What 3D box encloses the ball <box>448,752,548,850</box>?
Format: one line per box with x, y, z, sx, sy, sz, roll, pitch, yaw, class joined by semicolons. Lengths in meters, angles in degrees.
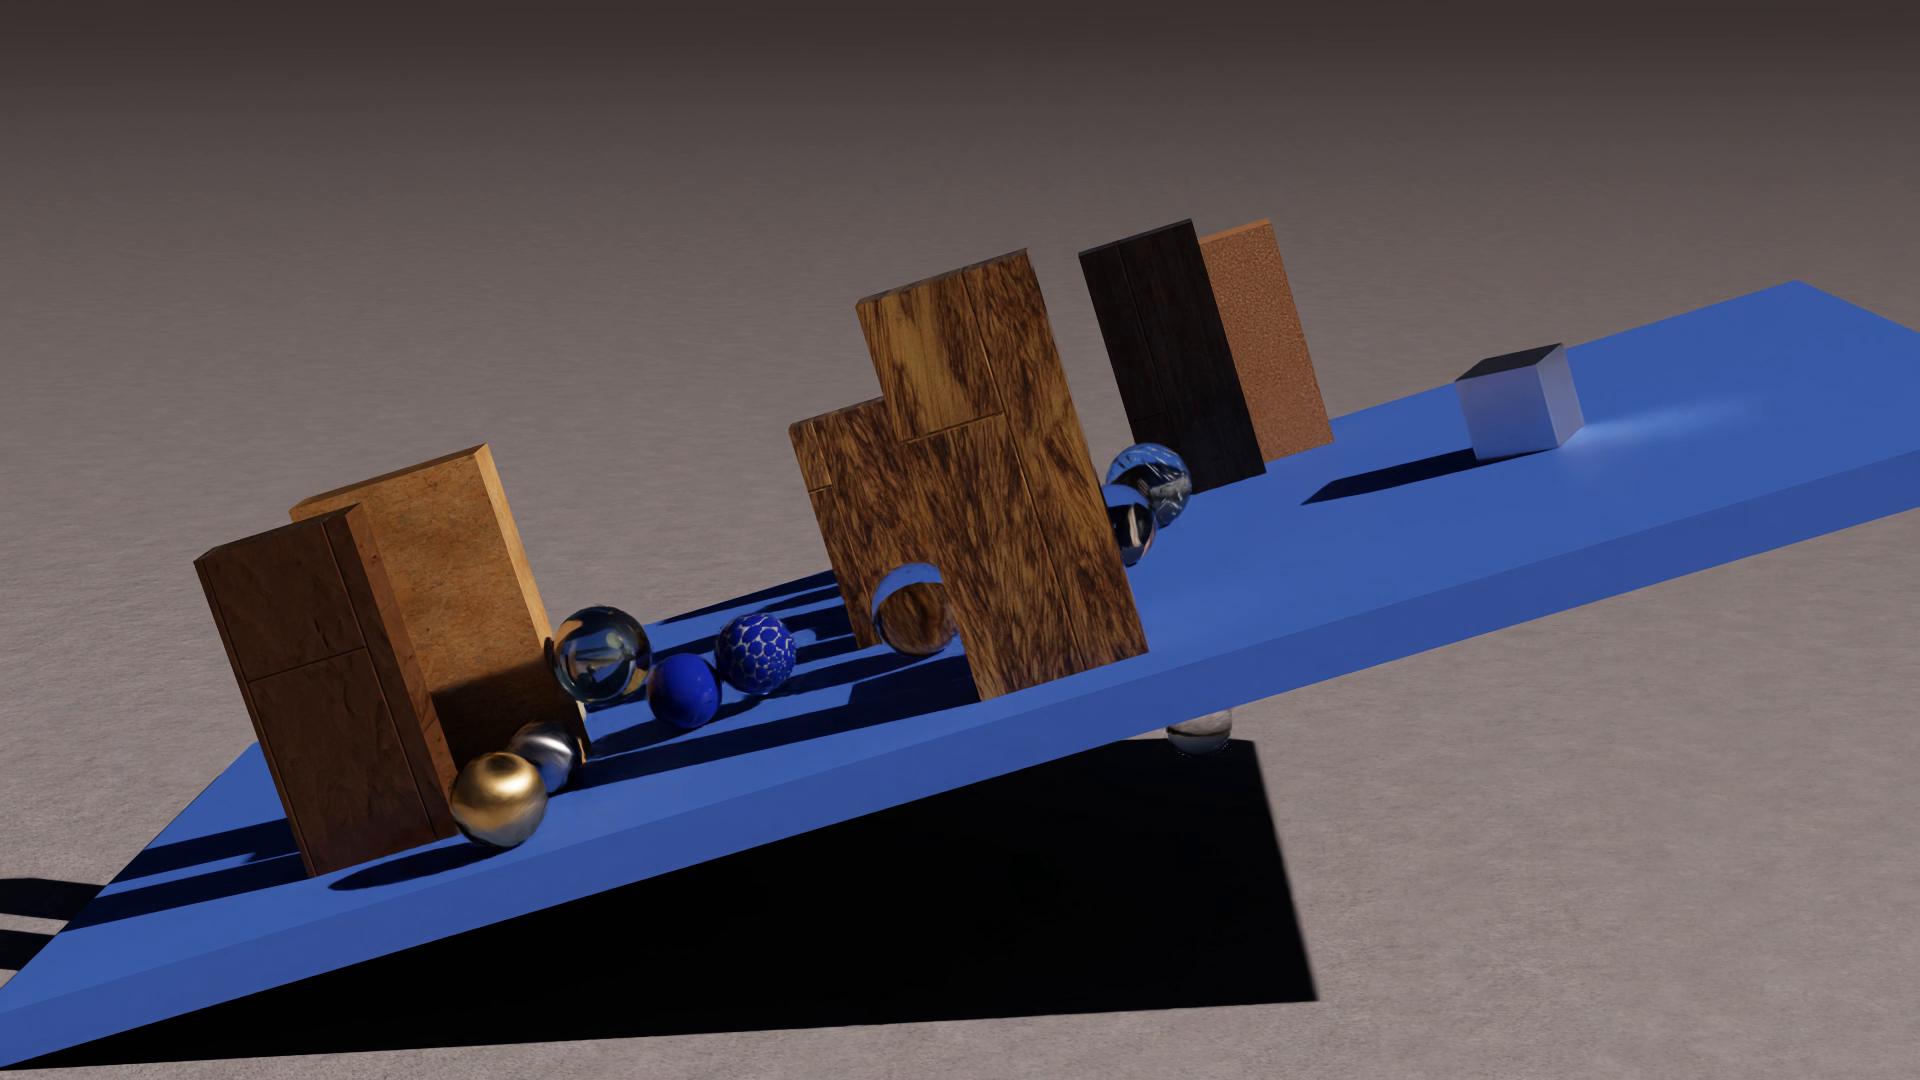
-0.867;0.489;5.521;0.182;0.182;0.182;0;11;0;ball

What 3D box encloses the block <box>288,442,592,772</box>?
-1.062;0.189;6.043;0.400;0.678;0.134;-17;10;5;block

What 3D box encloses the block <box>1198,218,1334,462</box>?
0.666;-0.455;6.944;0.289;0.538;0.132;-17;10;5;block

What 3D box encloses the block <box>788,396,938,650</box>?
-0.157;-0.046;6.272;0.274;0.498;0.087;-17;10;5;block

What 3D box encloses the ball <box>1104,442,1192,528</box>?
0.420;-0.121;6.561;0.193;0.193;0.193;0;11;0;ball

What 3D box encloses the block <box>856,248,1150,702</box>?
0.082;-0.120;5.476;0.327;0.775;0.124;-17;10;5;block

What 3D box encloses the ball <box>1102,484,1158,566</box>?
0.330;-0.031;6.269;0.181;0.181;0.181;0;11;0;ball

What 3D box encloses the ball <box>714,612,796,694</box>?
-0.420;0.233;6.040;0.167;0.167;0.167;0;11;0;ball

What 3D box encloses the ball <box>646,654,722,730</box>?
-0.565;0.311;6.030;0.157;0.157;0.157;0;11;0;ball

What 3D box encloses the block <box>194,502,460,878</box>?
-1.228;0.296;5.781;0.313;0.666;0.136;-17;10;5;block

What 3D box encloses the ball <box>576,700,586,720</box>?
-0.872;0.370;6.254;0.149;0.149;0.149;0;11;0;ball

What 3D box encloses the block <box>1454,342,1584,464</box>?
1.181;-0.289;6.201;0.182;0.182;0.182;-11;12;33;block

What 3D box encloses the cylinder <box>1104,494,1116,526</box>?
0.268;-0.041;6.570;0.130;0.130;0.130;4;17;17;cylinder

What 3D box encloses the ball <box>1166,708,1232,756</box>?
0.624;0.475;7.702;0.177;0.177;0.177;0;11;0;ball

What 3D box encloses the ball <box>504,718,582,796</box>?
-0.828;0.432;5.842;0.153;0.153;0.153;0;11;0;ball

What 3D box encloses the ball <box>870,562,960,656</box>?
-0.085;0.141;6.019;0.194;0.194;0.194;0;11;0;ball

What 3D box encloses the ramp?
0.097;0.184;6.314;4.000;0.100;2.000;-17;10;5;ramp

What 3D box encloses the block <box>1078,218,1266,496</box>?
0.491;-0.410;6.807;0.271;0.607;0.090;-17;10;5;block

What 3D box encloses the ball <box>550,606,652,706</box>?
-0.734;0.236;6.010;0.206;0.206;0.206;0;11;0;ball
